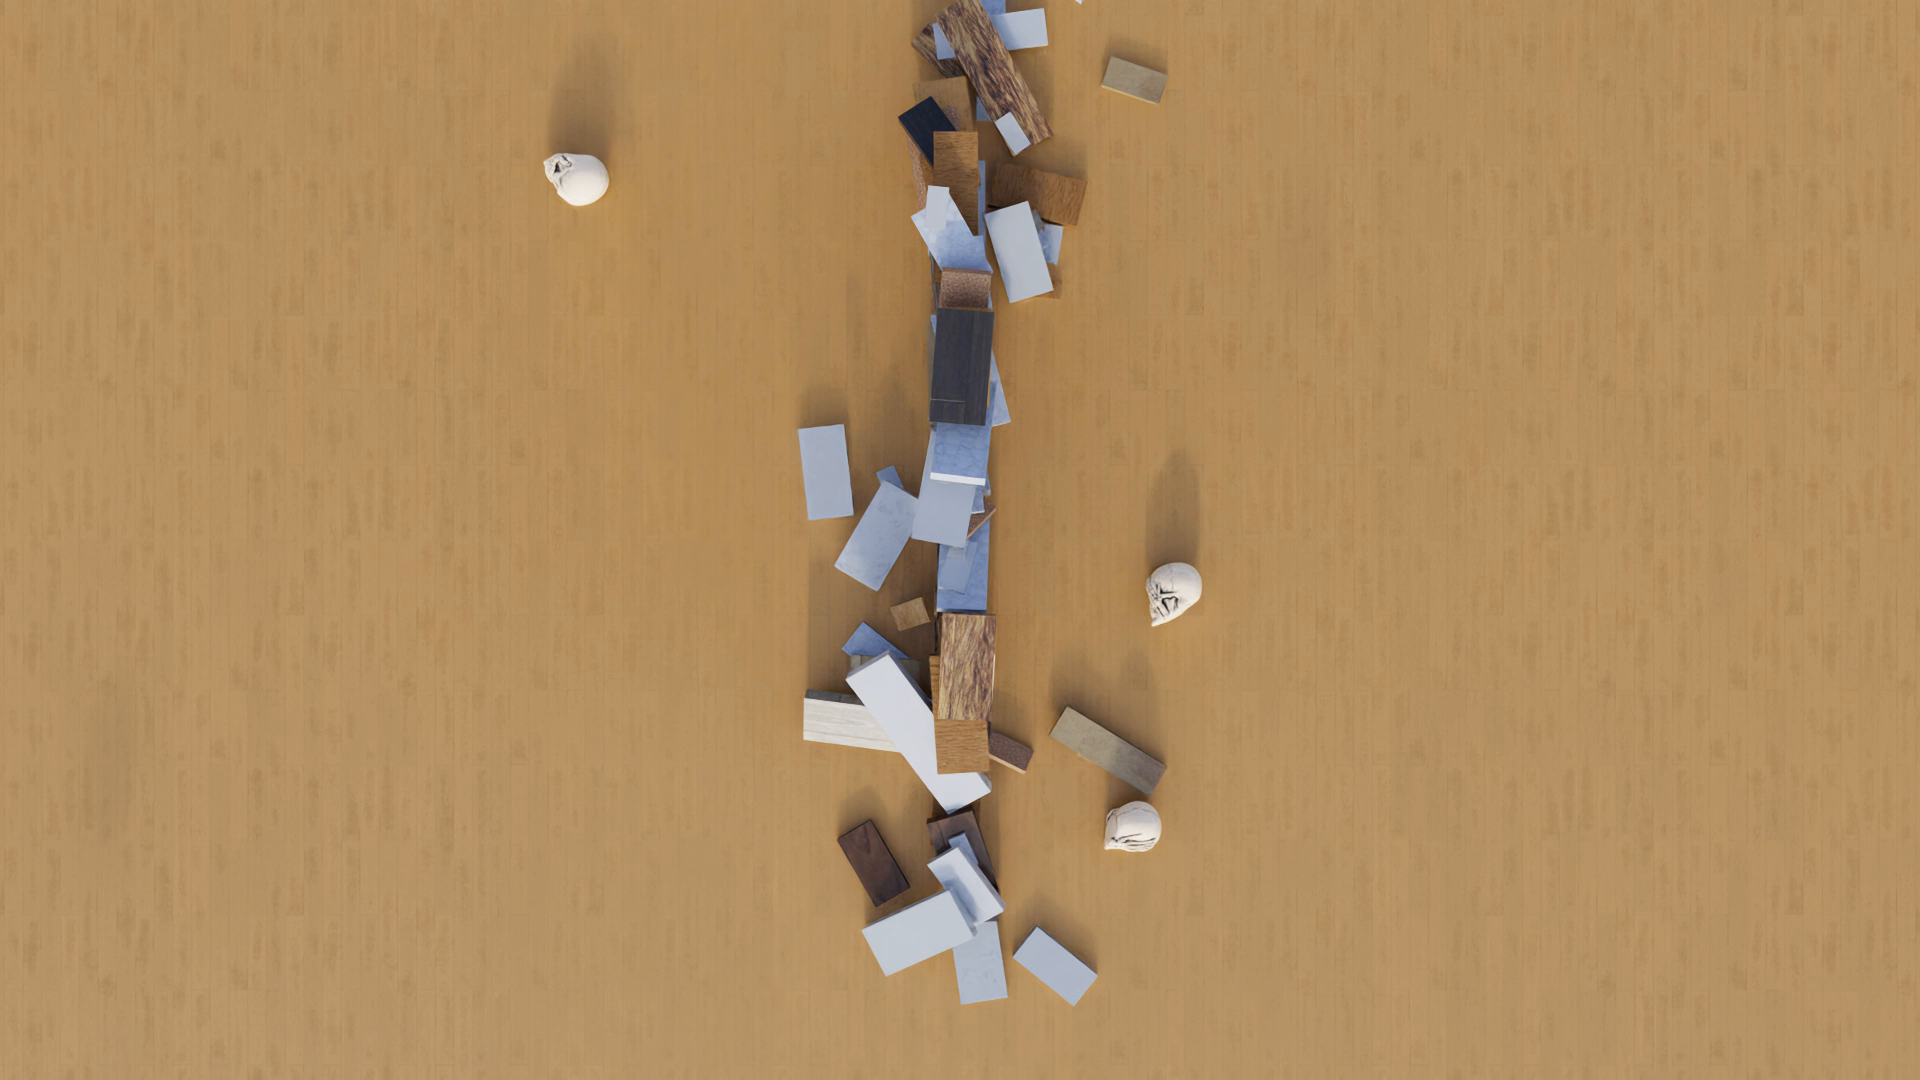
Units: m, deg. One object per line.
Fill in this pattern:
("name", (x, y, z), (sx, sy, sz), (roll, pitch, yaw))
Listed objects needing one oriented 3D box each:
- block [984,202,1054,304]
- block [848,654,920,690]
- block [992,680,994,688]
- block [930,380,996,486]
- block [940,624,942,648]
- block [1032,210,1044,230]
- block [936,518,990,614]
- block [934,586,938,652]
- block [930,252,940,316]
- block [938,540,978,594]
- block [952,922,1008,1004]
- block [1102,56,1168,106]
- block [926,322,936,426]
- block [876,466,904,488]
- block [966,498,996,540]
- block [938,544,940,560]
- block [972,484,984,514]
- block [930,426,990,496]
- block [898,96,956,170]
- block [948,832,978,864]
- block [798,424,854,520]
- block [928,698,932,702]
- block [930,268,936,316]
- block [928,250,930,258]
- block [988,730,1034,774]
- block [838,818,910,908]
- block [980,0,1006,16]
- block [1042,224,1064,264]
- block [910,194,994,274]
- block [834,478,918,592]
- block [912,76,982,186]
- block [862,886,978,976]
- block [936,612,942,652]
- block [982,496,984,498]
("block", (0.195, -0.948, 5.440), (0.151, 0.043, 0.302), (-16, 98, 6))
("block", (-0.249, 0.444, 5.451), (0.230, 0.033, 0.115), (5, 90, 0))
("block", (0.034, 0.472, 5.396), (0.148, 0.042, 0.295), (2, 126, -1))
("block", (0.012, -0.344, 5.151), (0.170, 0.048, 0.339), (7, 68, 0))
("block", (0.006, 0.401, 5.397), (0.148, 0.042, 0.295), (1, 126, 0))
("block", (0.208, -1.035, 5.457), (0.130, 0.018, 0.065), (-27, 99, 8))
("block", (0.011, 0.074, 5.255), (0.156, 0.044, 0.312), (2, 74, 1))
("block", (-0.016, 0.274, 5.413), (0.134, 0.038, 0.268), (0, 122, 0))
("block", (0.002, -0.774, 5.289), (0.168, 0.048, 0.336), (-6, 75, 1))
("block", (-0.005, 0.081, 5.218), (0.085, 0.024, 0.170), (14, 74, 4))
("block", (0.058, 1.369, 5.478), (0.157, 0.044, 0.314), (-9, 90, 0))
("block", (0.581, -1.526, 5.486), (0.201, 0.028, 0.100), (19, 90, 0))
("block", (-0.022, -0.542, 5.369), (0.166, 0.047, 0.331), (-1, 88, 0))
("block", (-0.225, -0.178, 5.491), (0.064, 0.018, 0.128), (-24, 90, 0))
("block", (0.028, -0.068, 5.253), (0.085, 0.024, 0.170), (37, 65, 18))
("block", (0.004, -0.054, 5.402), (0.156, 0.044, 0.312), (-1, 60, 0))
("block", (0.024, -0.167, 5.251), (0.085, 0.024, 0.170), (-7, 77, -2))
("block", (-0.003, -0.281, 5.367), (0.155, 0.044, 0.310), (-9, 66, -4))
("block", (-0.074, -1.278, 5.259), (0.128, 0.036, 0.256), (-33, 77, -5))
("block", (0.011, 1.020, 5.402), (0.058, 0.016, 0.115), (-22, 101, 6))
("block", (-0.443, -0.225, 5.479), (0.152, 0.043, 0.303), (-7, 90, 0))
("block", (-0.071, 0.602, 5.440), (0.295, 0.042, 0.148), (13, 124, 1))
("block", (-0.016, -0.828, 5.425), (0.166, 0.047, 0.563), (-2, 90, 0))
("block", (-0.034, -1.095, 5.377), (0.166, 0.047, 0.331), (-5, 90, 0))
("block", (0.153, 0.700, 5.467), (0.169, 0.024, 0.085), (26, 57, 0))
("block", (-0.288, 1.074, 5.482), (0.130, 0.037, 0.259), (-30, 90, 0))
("block", (0.093, -1.761, 5.484), (0.115, 0.033, 0.230), (0, 90, 0))
("block", (0.304, -0.986, 5.491), (0.062, 0.018, 0.124), (10, 90, 0))
("block", (-0.024, -0.920, 5.141), (0.139, 0.039, 0.277), (-30, 98, 3))
("block", (-0.259, -0.016, 5.453), (0.167, 0.047, 0.335), (31, 98, 0))
("block", (-0.043, -1.332, 5.424), (0.176, 0.050, 0.353), (-8, 90, 0))
("block", (-0.134, 1.286, 5.421), (0.347, 0.049, 0.174), (-28, 90, 19))
("block", (-0.002, 0.343, 5.405), (0.134, 0.038, 0.268), (-2, 126, 1))
("block", (-0.002, -0.284, 5.416), (0.155, 0.044, 0.310), (-1, 66, 0))
